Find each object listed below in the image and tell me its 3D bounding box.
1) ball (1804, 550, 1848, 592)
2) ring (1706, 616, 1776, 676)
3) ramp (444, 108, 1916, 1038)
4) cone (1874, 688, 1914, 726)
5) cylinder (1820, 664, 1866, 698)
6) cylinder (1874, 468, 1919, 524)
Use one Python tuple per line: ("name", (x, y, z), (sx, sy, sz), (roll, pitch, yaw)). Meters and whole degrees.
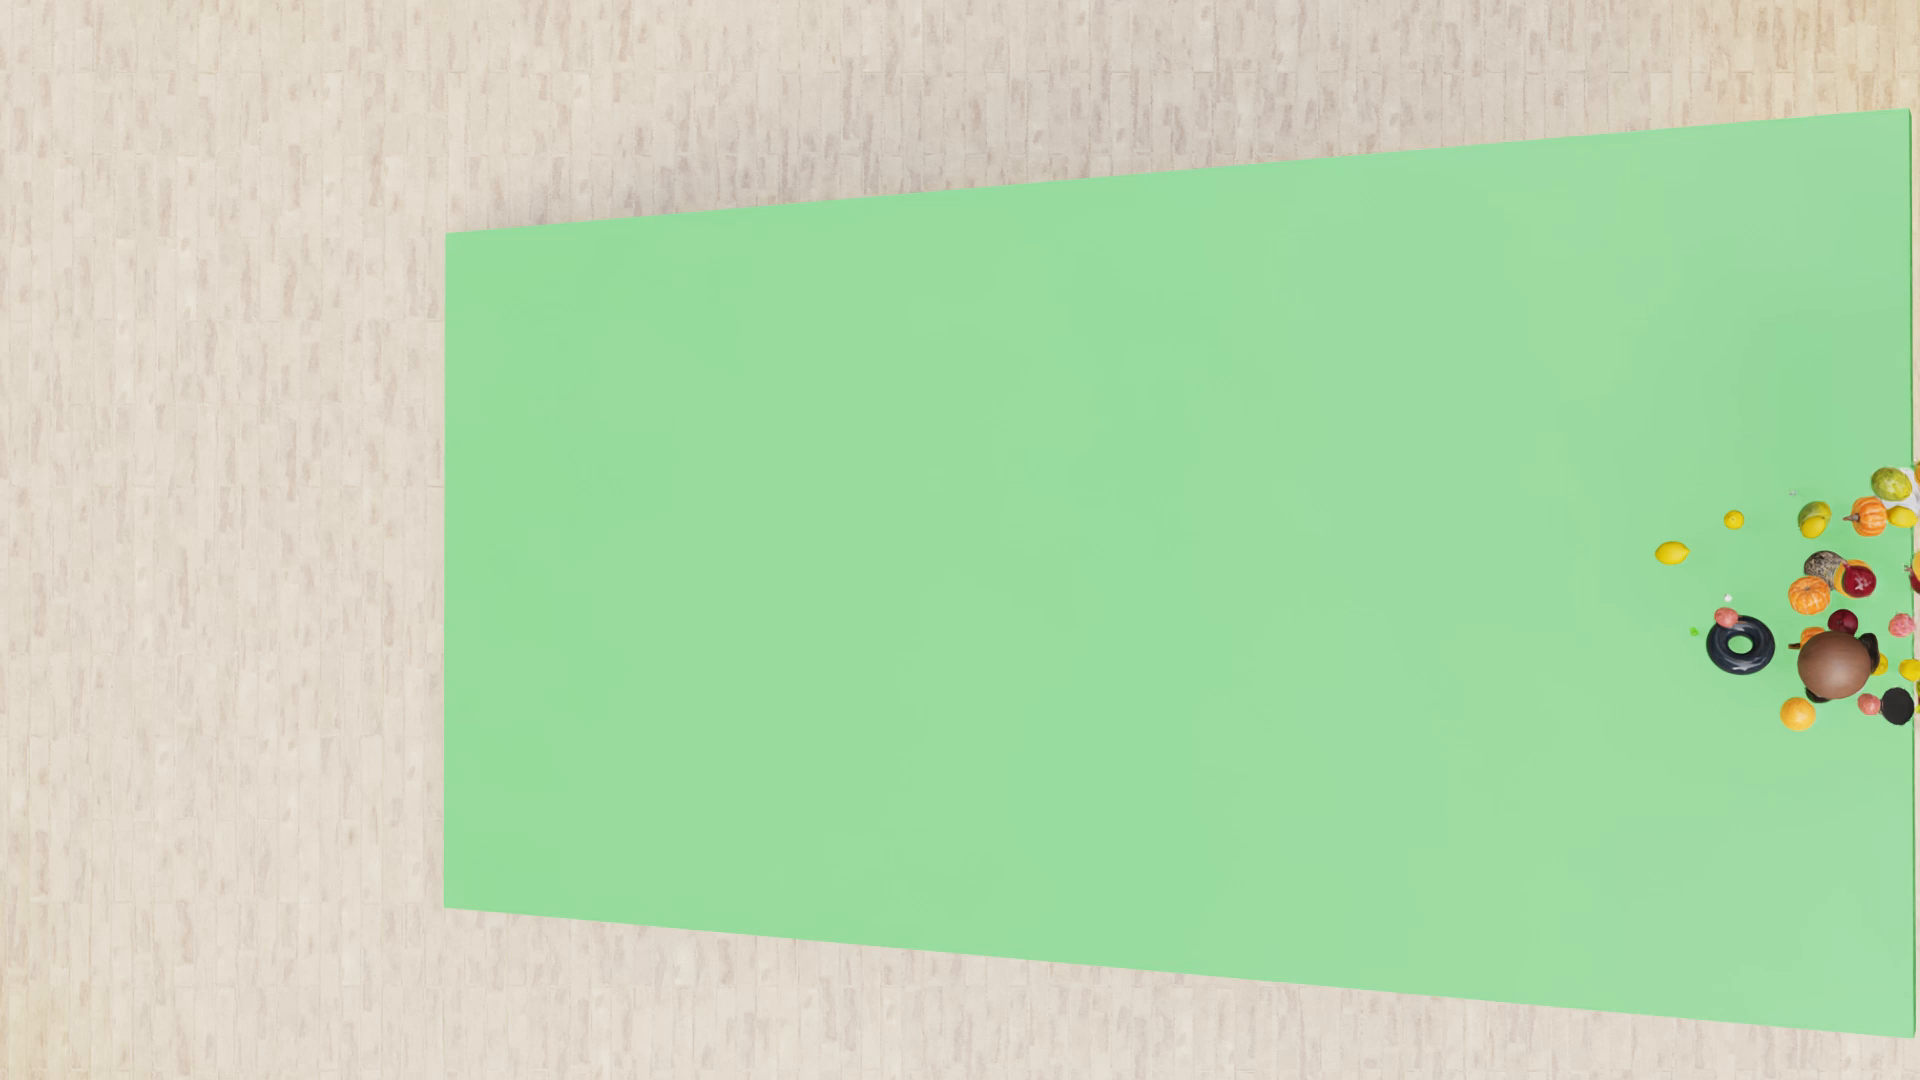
("ball", (1.764, 0.063, 4.484), (0.084, 0.084, 0.084), (0, 89, 0))
("ring", (1.542, 0.207, 4.345), (0.131, 0.044, 0.131), (-7, 58, 12))
("ramp", (0.279, 0.079, 5.667), (4.000, 0.100, 2.000), (0, 89, 27))
("cone", (1.856, 0.335, 4.411), (0.076, 0.076, 0.076), (2, 83, -13))
("cylinder", (1.719, 0.274, 4.284), (0.060, 0.060, 0.060), (4, 76, -17))
("cylinder", (1.791, -0.083, 4.183), (0.092, 0.092, 0.092), (-4, 81, 23))
